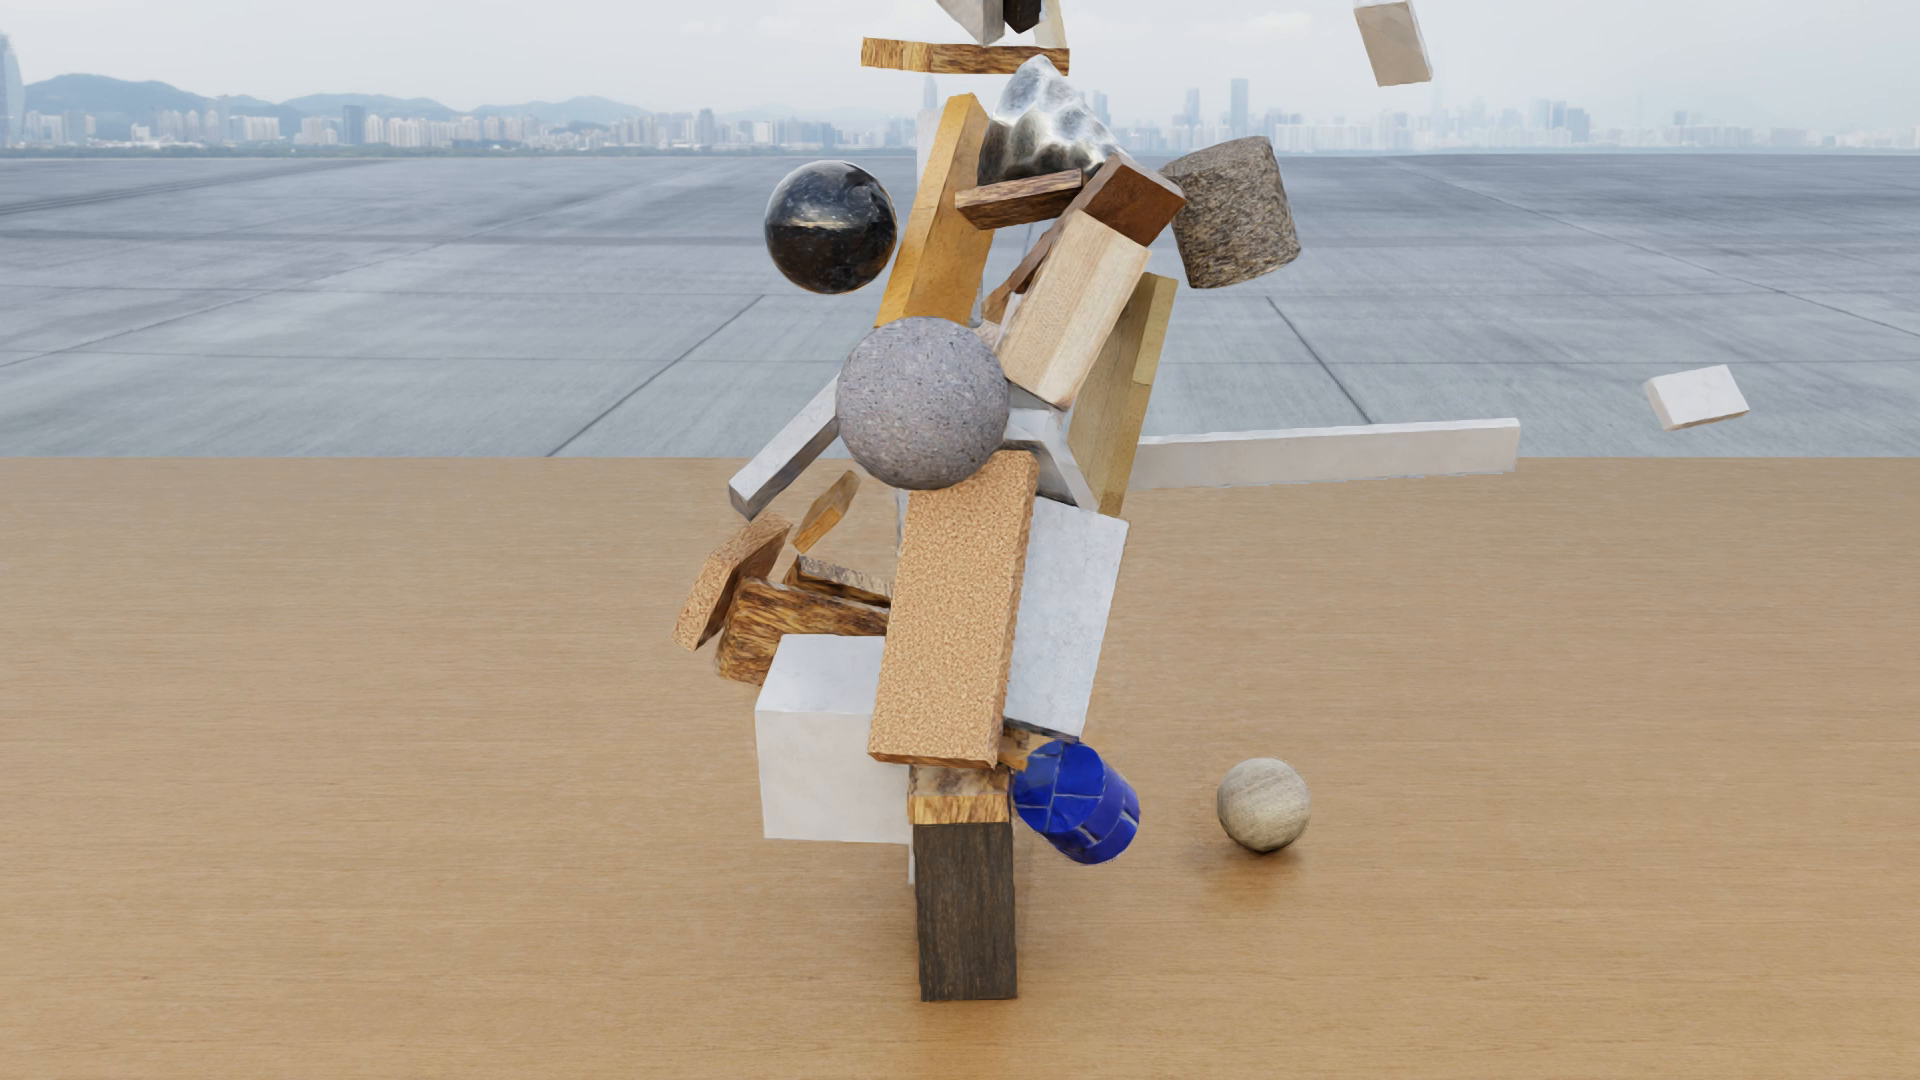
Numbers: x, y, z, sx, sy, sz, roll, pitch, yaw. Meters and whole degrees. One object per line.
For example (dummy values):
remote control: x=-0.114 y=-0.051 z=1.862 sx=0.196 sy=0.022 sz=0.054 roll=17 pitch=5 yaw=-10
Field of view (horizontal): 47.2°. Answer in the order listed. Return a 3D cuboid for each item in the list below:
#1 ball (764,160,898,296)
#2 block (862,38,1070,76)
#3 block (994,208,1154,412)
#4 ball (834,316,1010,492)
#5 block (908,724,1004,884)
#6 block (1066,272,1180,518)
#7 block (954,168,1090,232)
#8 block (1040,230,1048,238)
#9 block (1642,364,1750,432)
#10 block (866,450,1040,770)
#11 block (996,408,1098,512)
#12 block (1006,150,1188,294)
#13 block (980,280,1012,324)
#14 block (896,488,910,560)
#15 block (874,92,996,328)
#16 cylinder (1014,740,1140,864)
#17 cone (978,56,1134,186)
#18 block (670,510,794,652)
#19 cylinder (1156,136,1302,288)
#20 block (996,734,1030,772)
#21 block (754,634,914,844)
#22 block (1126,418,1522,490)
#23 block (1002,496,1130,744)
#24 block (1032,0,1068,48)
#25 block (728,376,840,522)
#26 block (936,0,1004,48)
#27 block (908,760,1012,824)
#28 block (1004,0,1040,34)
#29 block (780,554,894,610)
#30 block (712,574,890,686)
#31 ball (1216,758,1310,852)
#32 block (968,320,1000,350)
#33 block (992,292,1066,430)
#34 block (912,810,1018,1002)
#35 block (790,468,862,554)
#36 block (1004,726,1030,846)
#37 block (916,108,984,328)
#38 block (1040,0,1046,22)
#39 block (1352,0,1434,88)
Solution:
ball: x=-0.203 y=-0.491 z=3.461 sx=0.212 sy=0.212 sz=0.212 roll=0 pitch=11 yaw=0
block: x=0.013 y=-0.825 z=3.754 sx=0.168 sy=0.048 sz=0.336 roll=17 pitch=19 yaw=42
block: x=0.161 y=-0.339 z=3.253 sx=0.134 sy=0.268 sz=0.038 roll=28 pitch=-1 yaw=-11
ball: x=-0.054 y=-0.192 z=3.104 sx=0.247 sy=0.247 sz=0.247 roll=0 pitch=11 yaw=0
block: x=-0.006 y=0.431 z=3.696 sx=0.149 sy=0.298 sz=0.042 roll=2 pitch=4 yaw=8
block: x=0.241 y=-0.137 z=3.888 sx=0.044 sy=0.687 sz=0.157 roll=10 pitch=8 yaw=-30
block: x=0.108 y=-0.534 z=3.459 sx=0.208 sy=0.029 sz=0.104 roll=-7 pitch=-15 yaw=20
block: x=0.226 y=-0.490 z=3.448 sx=0.104 sy=0.029 sz=0.208 roll=25 pitch=-33 yaw=-24
block: x=1.350 y=-0.261 z=4.033 sx=0.196 sy=0.098 sz=0.028 roll=-11 pitch=-20 yaw=-29
block: x=-0.007 y=0.095 z=3.195 sx=0.177 sy=0.472 sz=0.050 roll=2 pitch=-21 yaw=18
block: x=0.090 y=-0.106 z=3.411 sx=0.177 sy=0.050 sz=0.354 roll=5 pitch=-21 yaw=18
block: x=0.208 y=-0.457 z=3.358 sx=0.134 sy=0.268 sz=0.038 roll=23 pitch=32 yaw=-32
block: x=0.134 y=-0.401 z=3.506 sx=0.104 sy=0.029 sz=0.208 roll=20 pitch=-36 yaw=-27
block: x=-0.052 y=0.078 z=3.602 sx=0.091 sy=0.574 sz=0.026 roll=-2 pitch=-1 yaw=-14
block: x=-0.019 y=-0.490 z=3.592 sx=0.048 sy=0.487 sz=0.168 roll=-3 pitch=-35 yaw=30
cylinder: x=0.186 y=0.415 z=3.478 sx=0.154 sy=0.154 sz=0.154 roll=6 pitch=-22 yaw=30
cone: x=0.198 y=-0.605 z=3.478 sx=0.250 sy=0.250 sz=0.250 roll=25 pitch=19 yaw=18
block: x=-0.383 y=0.066 z=3.722 sx=0.046 sy=0.163 sz=0.327 roll=29 pitch=18 yaw=5
cylinder: x=0.476 y=-0.579 z=3.888 sx=0.208 sy=0.208 sz=0.208 roll=-18 pitch=17 yaw=6
block: x=0.064 y=0.309 z=3.254 sx=0.052 sy=0.015 sz=0.103 roll=23 pitch=9 yaw=-18
block: x=-0.176 y=0.307 z=3.428 sx=0.231 sy=0.231 sz=0.231 roll=1 pitch=27 yaw=7
block: x=0.600 y=-0.155 z=4.066 sx=0.887 sy=0.098 sz=0.028 roll=-3 pitch=35 yaw=-7
block: x=0.133 y=0.118 z=3.380 sx=0.177 sy=0.354 sz=0.050 roll=16 pitch=-19 yaw=-5
block: x=0.160 y=-0.894 z=3.918 sx=0.023 sy=0.161 sz=0.081 roll=3 pitch=-31 yaw=-17
block: x=-0.261 y=-0.171 z=3.706 sx=0.044 sy=0.314 sz=0.157 roll=43 pitch=-12 yaw=6
block: x=0.008 y=-0.945 z=3.519 sx=0.042 sy=0.295 sz=0.148 roll=-33 pitch=62 yaw=-17
block: x=0.003 y=0.353 z=3.247 sx=0.142 sy=0.040 sz=0.283 roll=-2 pitch=11 yaw=3
block: x=0.073 y=-0.960 z=3.497 sx=0.042 sy=0.295 sz=0.148 roll=-33 pitch=67 yaw=-18
block: x=-0.166 y=0.141 z=3.759 sx=0.327 sy=0.163 sz=0.046 roll=17 pitch=32 yaw=-28
block: x=-0.225 y=0.175 z=3.607 sx=0.327 sy=0.163 sz=0.046 roll=14 pitch=8 yaw=-20
ball: x=0.535 y=0.467 z=3.881 sx=0.165 sy=0.165 sz=0.165 roll=0 pitch=11 yaw=0
block: x=0.157 y=-0.415 z=3.842 sx=0.314 sy=0.044 sz=0.157 roll=-37 pitch=27 yaw=7
block: x=0.110 y=-0.249 z=3.412 sx=0.134 sy=0.268 sz=0.038 roll=6 pitch=34 yaw=-18
block: x=0.008 y=0.530 z=3.196 sx=0.142 sy=0.283 sz=0.040 roll=-2 pitch=15 yaw=-1
block: x=-0.212 y=-0.047 z=3.501 sx=0.091 sy=0.026 sz=0.182 roll=-41 pitch=11 yaw=19
block: x=0.041 y=0.385 z=3.916 sx=0.149 sy=0.298 sz=0.042 roll=12 pitch=10 yaw=28
block: x=-0.017 y=-0.544 z=3.737 sx=0.048 sy=0.336 sz=0.168 roll=-6 pitch=-14 yaw=23
block: x=0.106 y=-0.905 z=3.601 sx=0.016 sy=0.110 sz=0.055 roll=-36 pitch=40 yaw=-20
block: x=0.781 y=-0.902 z=3.963 sx=0.098 sy=0.028 sz=0.196 roll=-2 pitch=-35 yaw=26
